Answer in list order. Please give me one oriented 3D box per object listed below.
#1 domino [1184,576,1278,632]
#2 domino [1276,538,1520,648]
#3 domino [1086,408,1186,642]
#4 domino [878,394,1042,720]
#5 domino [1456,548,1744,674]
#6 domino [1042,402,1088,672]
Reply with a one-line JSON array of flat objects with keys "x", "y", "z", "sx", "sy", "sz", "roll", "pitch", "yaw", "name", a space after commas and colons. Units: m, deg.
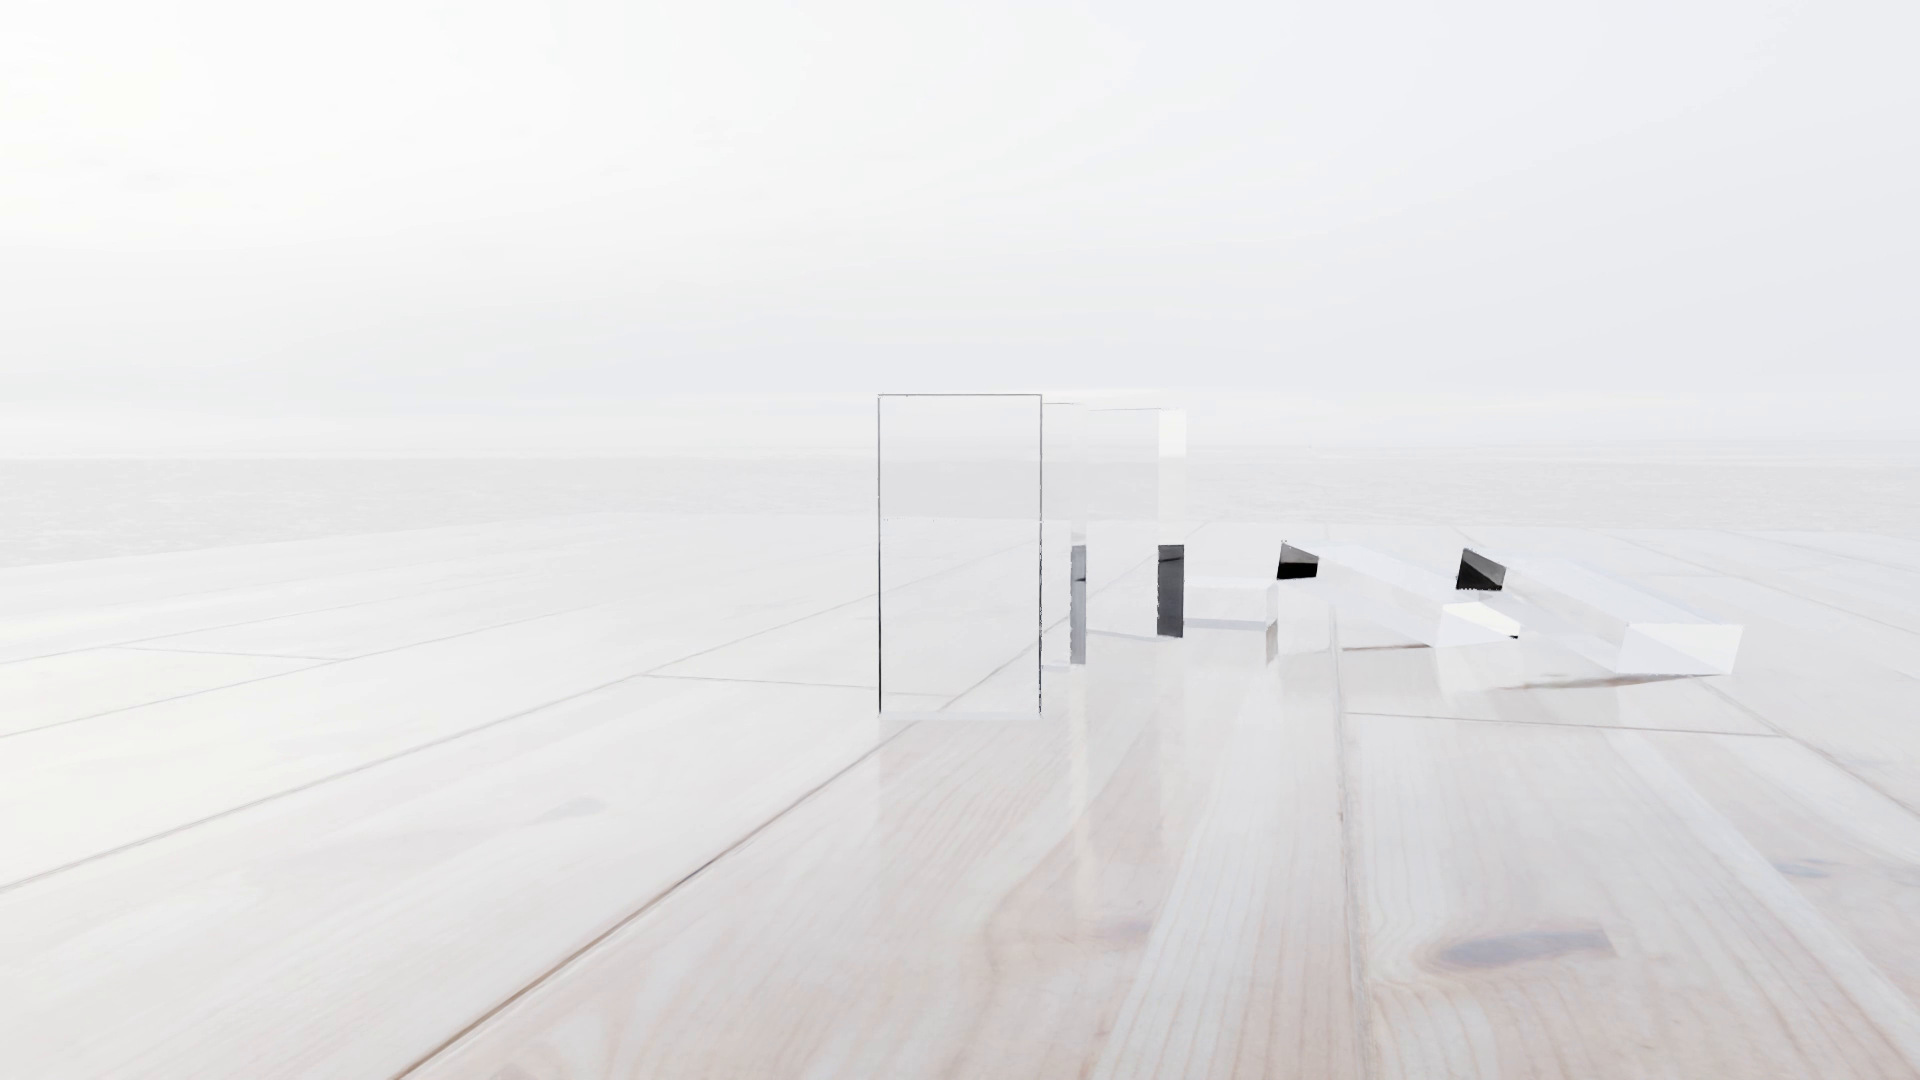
[{"x": 0.050, "y": 0.014, "z": 0.312, "sx": 0.050, "sy": 0.009, "sz": 0.025, "roll": 2, "pitch": 5, "yaw": 20, "name": "domino"}, {"x": 0.099, "y": 0.011, "z": 0.294, "sx": 0.025, "sy": 0.009, "sz": 0.050, "roll": -2, "pitch": 16, "yaw": -28, "name": "domino"}, {"x": 0.037, "y": -0.004, "z": 0.285, "sx": 0.009, "sy": 0.050, "sz": 0.025, "roll": -4, "pitch": 6, "yaw": -44, "name": "domino"}, {"x": 0.000, "y": 0.002, "z": 0.201, "sx": 0.025, "sy": 0.050, "sz": 0.009, "roll": 0, "pitch": 4, "yaw": 0, "name": "domino"}, {"x": 0.125, "y": 0.013, "z": 0.256, "sx": 0.025, "sy": 0.009, "sz": 0.050, "roll": 2, "pitch": 15, "yaw": -13, "name": "domino"}, {"x": 0.011, "y": -0.001, "z": 0.246, "sx": 0.025, "sy": 0.050, "sz": 0.010, "roll": 2, "pitch": 5, "yaw": 24, "name": "domino"}]
